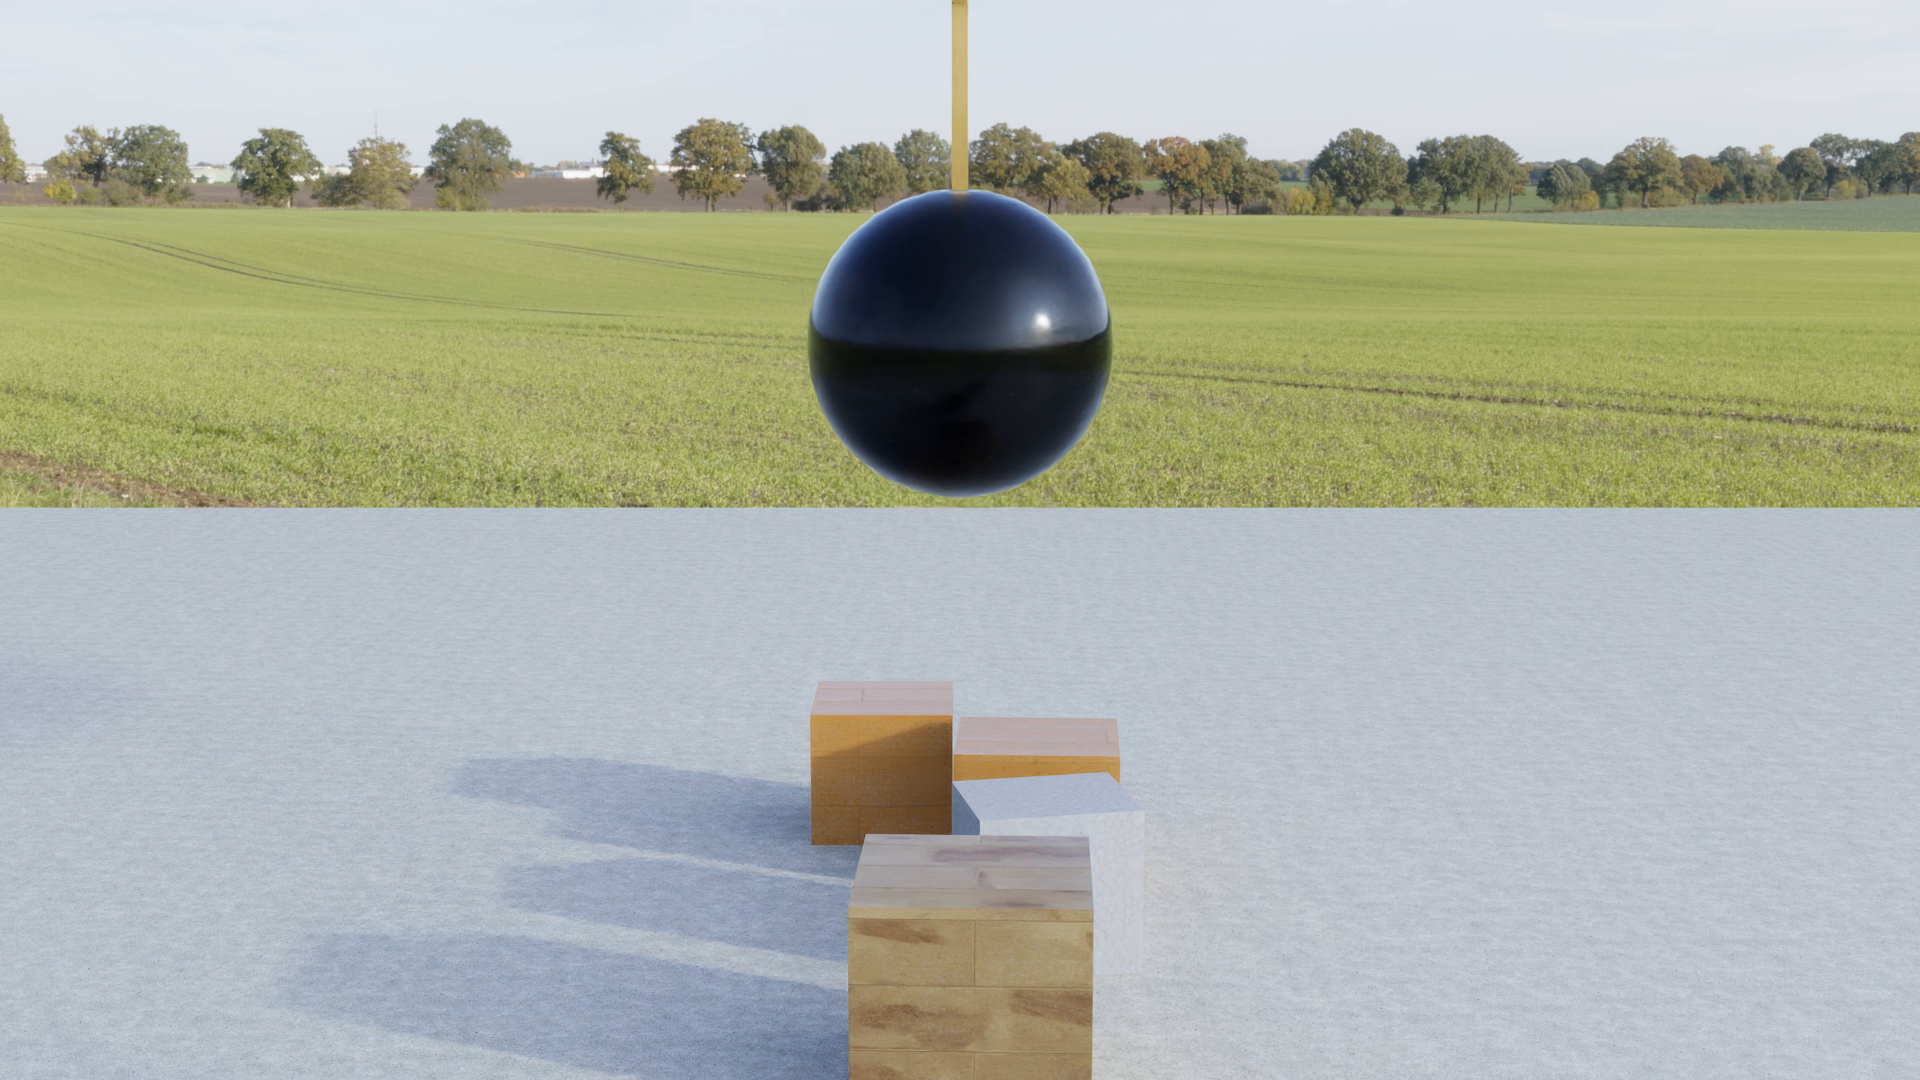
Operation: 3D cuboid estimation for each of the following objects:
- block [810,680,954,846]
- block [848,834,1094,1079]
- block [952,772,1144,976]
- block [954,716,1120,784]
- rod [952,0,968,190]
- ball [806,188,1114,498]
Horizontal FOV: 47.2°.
[{"bbox_3d":[-0.393,1.144,11.380,0.711,0.678,0.701,0,10,0],"label":"block"},{"bbox_3d":[0.053,1.635,8.319,0.878,0.807,0.839,0,10,2],"label":"block"},{"bbox_3d":[0.371,1.456,9.556,0.711,0.716,0.587,-2,11,-12],"label":"block"},{"bbox_3d":[0.373,1.278,10.623,0.775,0.685,0.681,1,10,3],"label":"block"},{"bbox_3d":[0.000,-4.311,10.596,0.080,5.200,0.080,0,15,0],"label":"rod"},{"bbox_3d":[0.000,-1.022,11.454,1.600,1.600,1.600,0,10,0],"label":"ball"}]
